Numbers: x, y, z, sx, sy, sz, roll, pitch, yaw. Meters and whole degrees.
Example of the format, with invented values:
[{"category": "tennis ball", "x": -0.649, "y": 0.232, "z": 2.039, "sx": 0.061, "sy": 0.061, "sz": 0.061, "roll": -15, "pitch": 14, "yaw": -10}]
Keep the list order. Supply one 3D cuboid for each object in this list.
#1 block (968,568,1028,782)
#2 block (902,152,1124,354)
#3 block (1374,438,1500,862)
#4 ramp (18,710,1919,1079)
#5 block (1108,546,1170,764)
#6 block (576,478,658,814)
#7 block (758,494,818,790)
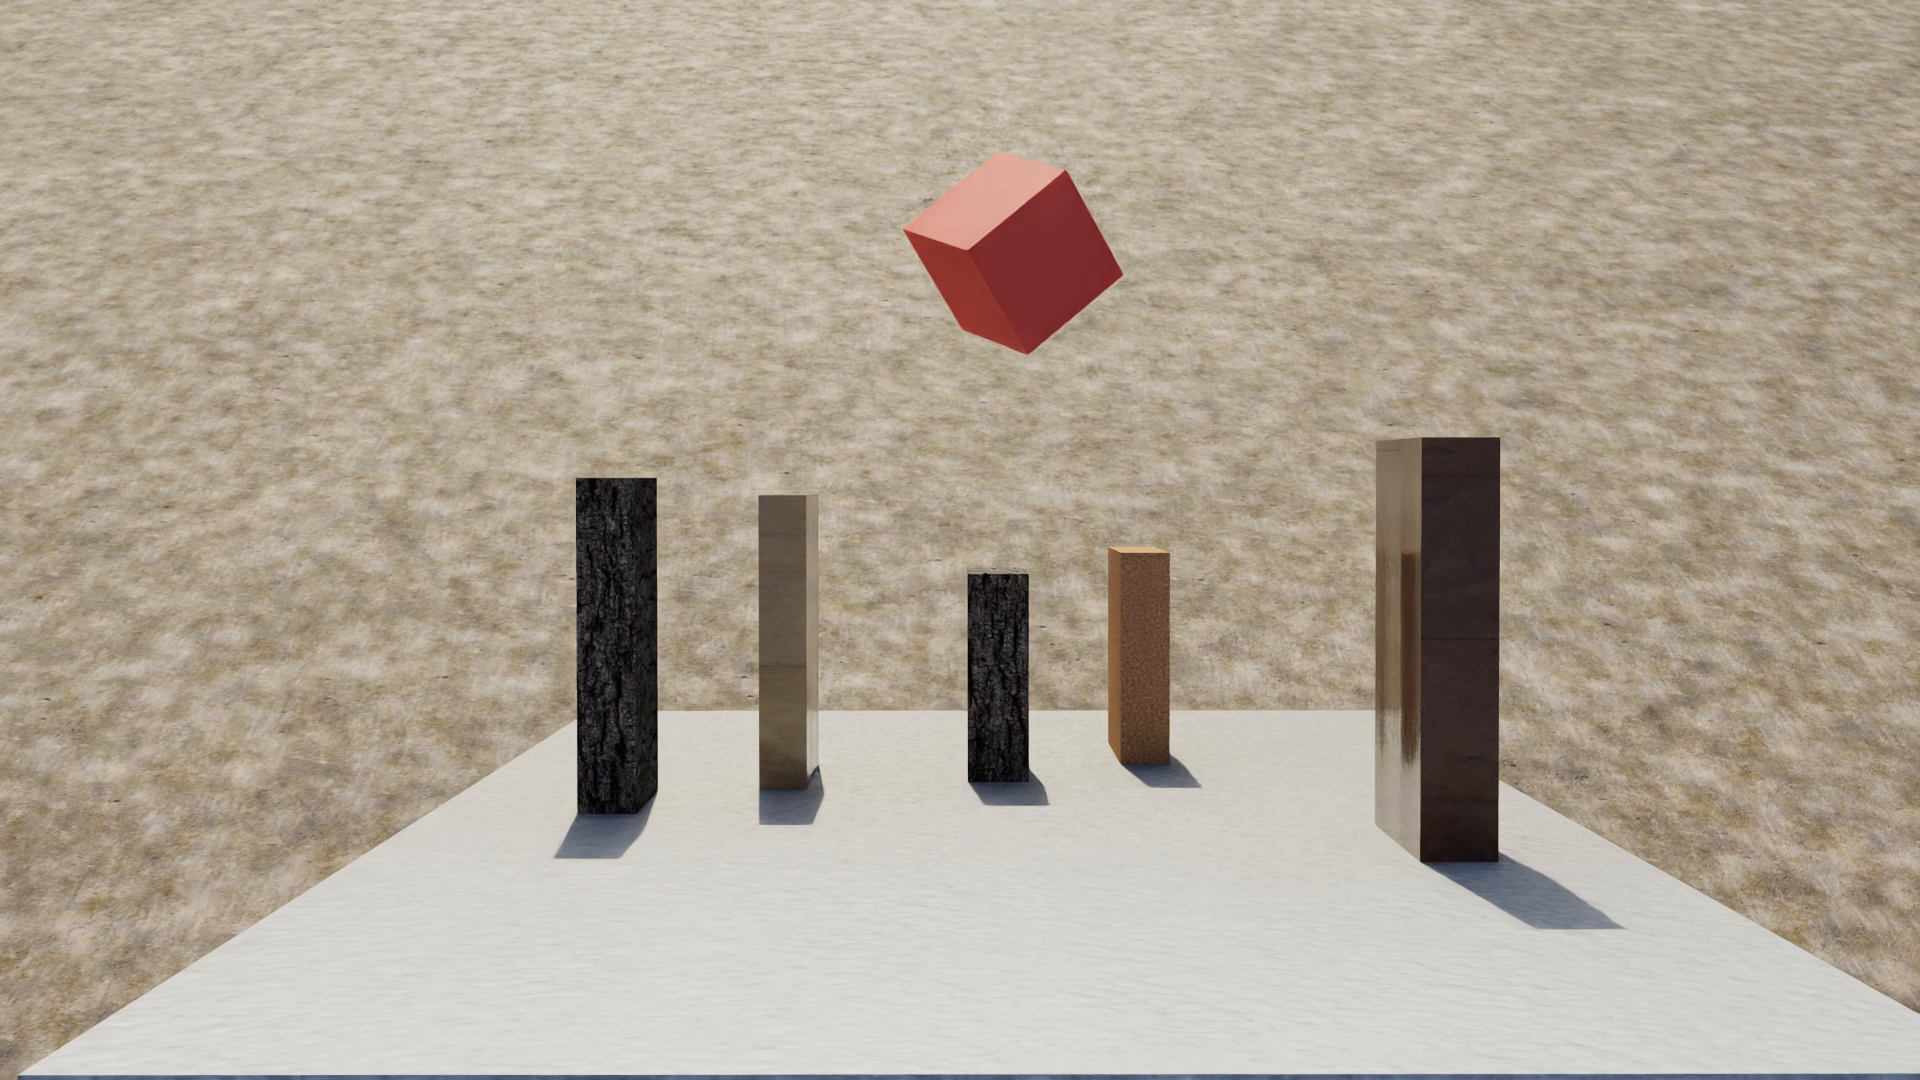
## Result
[{"category": "block", "x": 0.075, "y": 0.265, "z": 5.190, "sx": 0.119, "sy": 0.406, "sz": 0.321, "roll": 0, "pitch": 1, "yaw": 0}, {"category": "block", "x": 0.052, "y": -0.283, "z": 2.528, "sx": 0.128, "sy": 0.128, "sz": 0.128, "roll": -41, "pitch": 31, "yaw": -14}, {"category": "block", "x": 0.770, "y": 0.164, "z": 4.189, "sx": 0.121, "sy": 0.655, "sz": 0.431, "roll": 0, "pitch": 1, "yaw": 0}, {"category": "ramp", "x": 0.059, "y": 0.533, "z": 4.570, "sx": 2.000, "sy": 0.100, "sz": 4.000, "roll": 0, "pitch": 1, "yaw": 0}, {"category": "block", "x": 0.382, "y": 0.240, "z": 5.549, "sx": 0.101, "sy": 0.438, "sz": 0.443, "roll": 0, "pitch": 1, "yaw": 0}, {"category": "block", "x": -0.625, "y": 0.183, "z": 4.718, "sx": 0.104, "sy": 0.594, "sz": 0.335, "roll": 0, "pitch": 1, "yaw": 0}, {"category": "block", "x": -0.338, "y": 0.190, "z": 5.123, "sx": 0.091, "sy": 0.560, "sz": 0.425, "roll": 0, "pitch": 1, "yaw": 0}]
